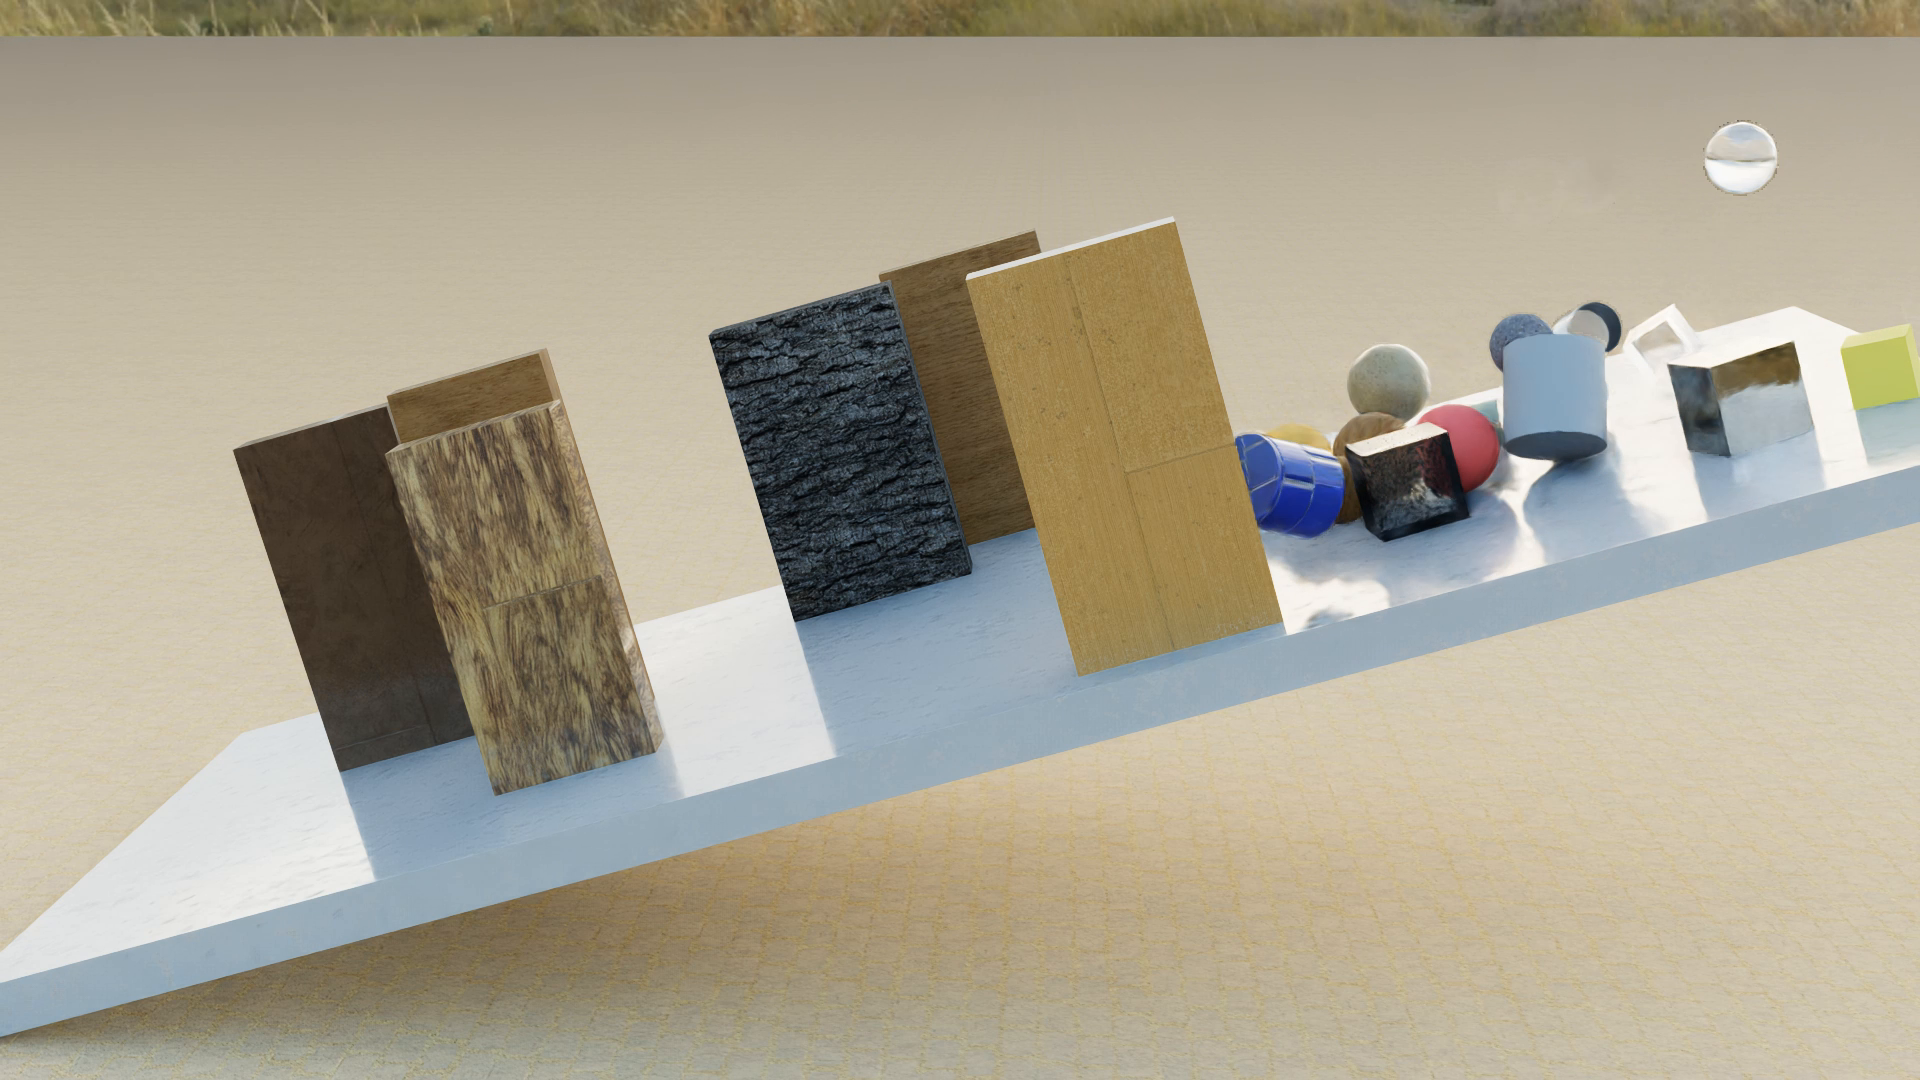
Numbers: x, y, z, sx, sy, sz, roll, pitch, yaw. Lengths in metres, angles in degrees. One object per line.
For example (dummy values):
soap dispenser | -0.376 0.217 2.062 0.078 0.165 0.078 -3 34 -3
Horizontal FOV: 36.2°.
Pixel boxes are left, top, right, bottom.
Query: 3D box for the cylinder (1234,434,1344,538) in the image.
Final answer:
cylinder | 0.615 -0.103 5.674 0.179 0.179 0.179 10 2 -37

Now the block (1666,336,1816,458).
block | 1.531 -0.282 5.770 0.183 0.183 0.183 -18 10 -10

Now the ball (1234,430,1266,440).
ball | 0.658 -0.170 6.643 0.160 0.160 0.160 0 10 0

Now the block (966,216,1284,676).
block | 0.304 -0.170 5.415 0.391 0.762 0.120 -15 10 4

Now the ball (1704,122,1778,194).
ball | 1.566 -0.766 5.897 0.142 0.142 0.142 0 10 0

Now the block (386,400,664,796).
block | -0.860 0.116 5.847 0.337 0.715 0.126 -15 10 4

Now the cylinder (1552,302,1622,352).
cylinder | 1.323 -0.435 6.214 0.112 0.112 0.112 -2 -8 -10

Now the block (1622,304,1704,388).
block | 1.569 -0.432 6.561 0.117 0.117 0.117 -35 7 30

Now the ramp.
ramp | 0.086 0.189 6.324 4.000 0.100 2.000 -15 10 4

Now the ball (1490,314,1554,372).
ball | 1.193 -0.412 6.237 0.139 0.139 0.139 0 10 0

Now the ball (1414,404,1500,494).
ball | 1.018 -0.187 6.066 0.187 0.187 0.187 0 10 0

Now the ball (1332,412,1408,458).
ball | 0.885 -0.182 6.272 0.182 0.182 0.182 0 10 0

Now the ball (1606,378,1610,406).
ball | 1.330 -0.323 6.398 0.163 0.163 0.163 0 10 0

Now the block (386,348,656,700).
block | -0.932 0.020 6.274 0.337 0.793 0.099 -15 10 4

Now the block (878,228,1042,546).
block | 0.087 -0.364 7.100 0.388 0.690 0.082 -15 10 4

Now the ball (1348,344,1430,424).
ball | 0.957 -0.346 6.559 0.185 0.185 0.185 0 10 0

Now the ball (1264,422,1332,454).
ball | 0.726 -0.163 6.418 0.185 0.185 0.185 0 10 0

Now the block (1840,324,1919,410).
block | 1.823 -0.343 5.811 0.125 0.125 0.125 -12 11 25

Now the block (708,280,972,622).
block | -0.271 -0.204 6.772 0.425 0.690 0.122 -15 10 4

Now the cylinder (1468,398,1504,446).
cylinder | 1.141 -0.248 6.457 0.105 0.105 0.105 -13 6 18

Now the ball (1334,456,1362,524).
ball | 0.790 -0.103 6.107 0.139 0.139 0.139 0 10 0

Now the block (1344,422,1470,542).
block | 0.896 -0.118 5.899 0.178 0.178 0.178 -16 10 -1

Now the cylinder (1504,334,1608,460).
cylinder | 1.221 -0.292 6.036 0.207 0.207 0.207 2 -15 1

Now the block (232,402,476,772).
block | -1.317 0.103 6.551 0.357 0.756 0.120 -15 10 4
